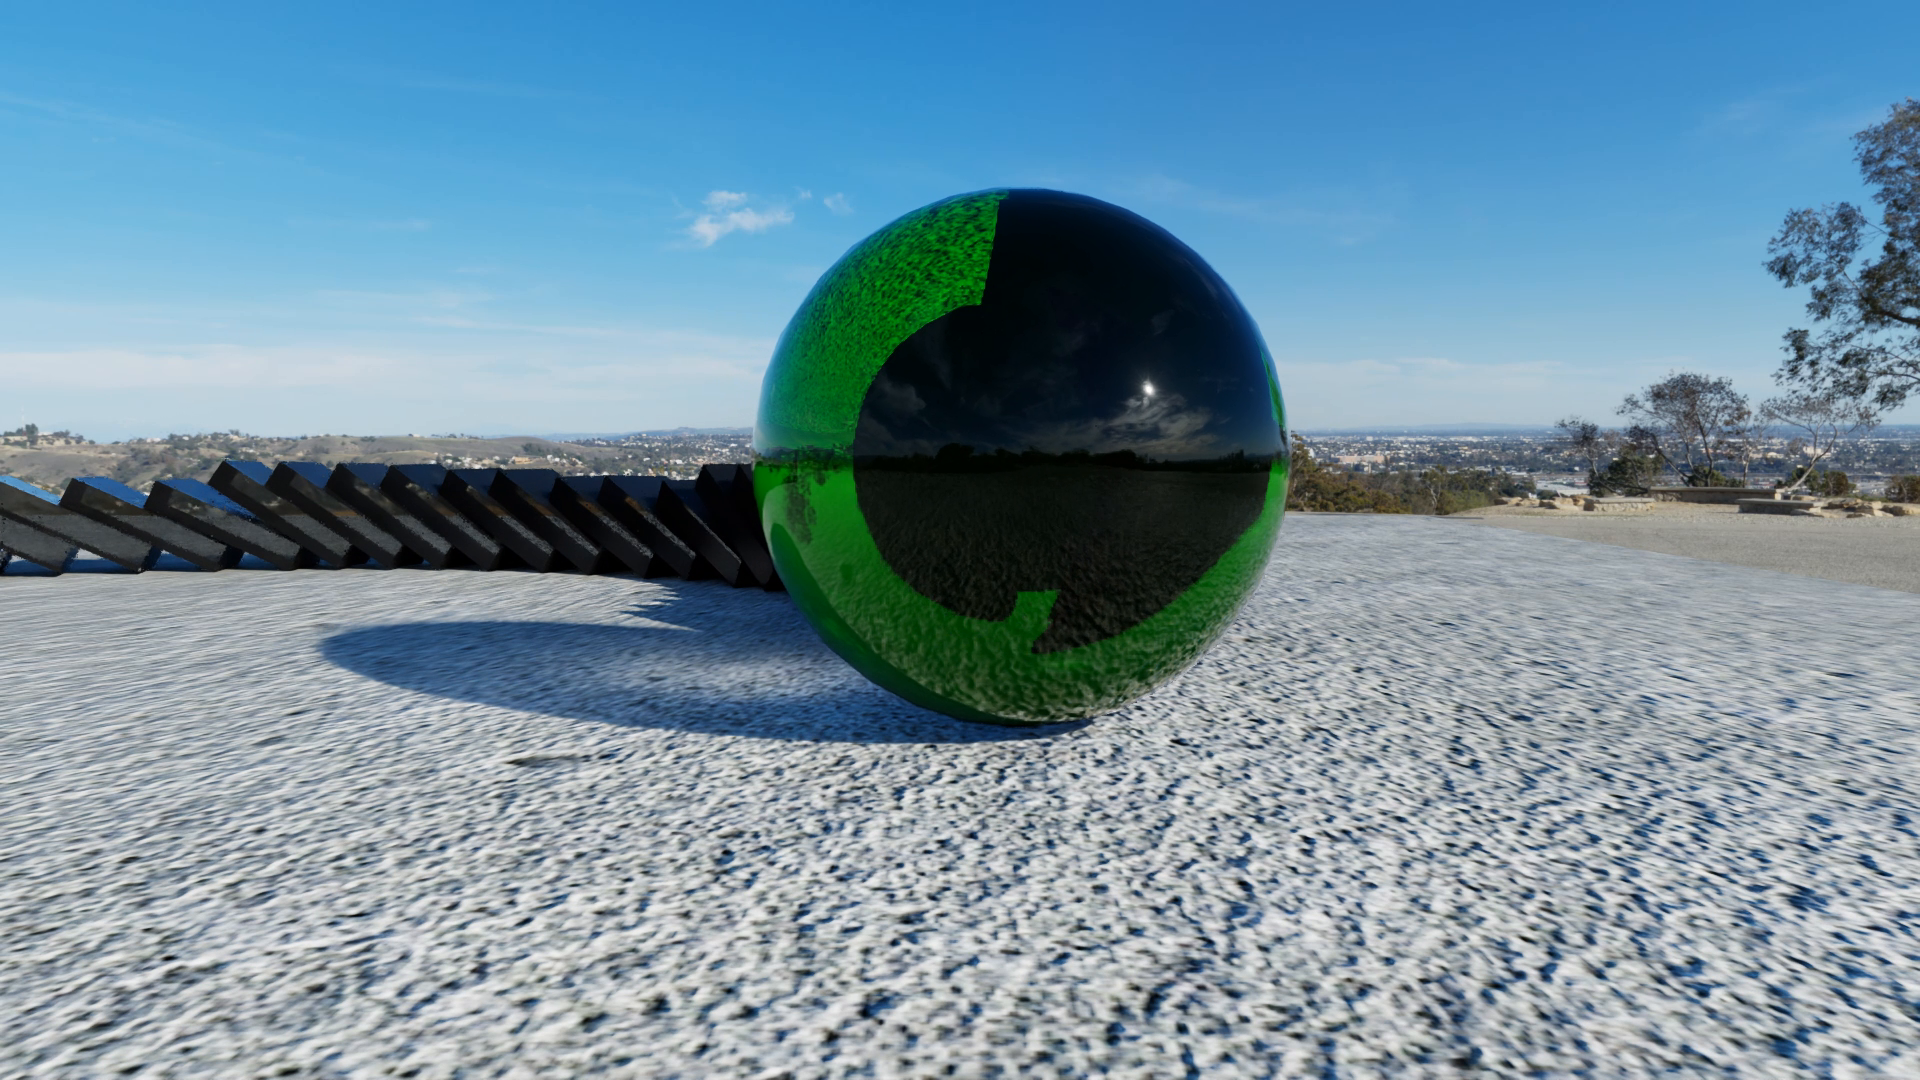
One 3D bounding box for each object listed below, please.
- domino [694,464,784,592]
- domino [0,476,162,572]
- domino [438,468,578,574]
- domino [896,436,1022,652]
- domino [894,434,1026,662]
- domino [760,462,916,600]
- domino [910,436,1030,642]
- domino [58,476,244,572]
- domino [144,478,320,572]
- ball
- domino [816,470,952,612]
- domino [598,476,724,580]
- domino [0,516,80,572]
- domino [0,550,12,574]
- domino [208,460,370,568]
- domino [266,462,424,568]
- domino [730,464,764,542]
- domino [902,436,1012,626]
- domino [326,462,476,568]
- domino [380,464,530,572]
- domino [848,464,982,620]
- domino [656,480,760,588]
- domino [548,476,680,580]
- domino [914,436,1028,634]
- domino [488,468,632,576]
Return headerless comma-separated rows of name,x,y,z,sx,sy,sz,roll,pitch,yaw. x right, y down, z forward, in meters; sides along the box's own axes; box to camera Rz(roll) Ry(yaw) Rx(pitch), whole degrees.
domino,-0.058,-0.005,0.387,0.025,0.009,0.050,-2,39,-40
domino,-0.292,-0.005,0.422,0.050,0.009,0.025,28,-8,-20
domino,-0.150,-0.007,0.439,0.050,0.009,0.025,34,16,17
domino,0.000,0.000,0.273,0.025,0.050,0.009,0,-36,-1
domino,0.000,0.001,0.261,0.025,0.050,0.010,0,-36,-1
domino,-0.035,-0.003,0.362,0.025,0.010,0.050,1,37,-34
domino,0.002,-0.001,0.286,0.025,0.050,0.009,0,-36,0
domino,-0.270,-0.006,0.432,0.050,0.009,0.025,27,-2,-13
domino,-0.246,-0.006,0.439,0.050,0.010,0.025,26,1,-7
ball,0.009,-0.012,0.194,0.080,0.080,0.080,0,4,0
domino,-0.021,-0.001,0.344,0.025,0.010,0.050,-1,37,-19
domino,-0.092,-0.005,0.414,0.050,0.009,0.025,36,22,31
domino,-0.311,-0.006,0.410,0.050,0.009,0.025,30,-11,-26
domino,-0.326,-0.003,0.400,0.050,0.009,0.025,28,-11,-29
domino,-0.228,-0.009,0.442,0.050,0.010,0.025,34,0,-4
domino,-0.210,-0.009,0.444,0.050,0.009,0.025,34,3,1
domino,-0.045,-0.004,0.375,0.025,0.010,0.050,-1,38,-36
domino,-0.001,-0.003,0.310,0.025,0.050,0.009,0,-36,-1
domino,-0.191,-0.009,0.445,0.050,0.009,0.025,35,8,7
domino,-0.172,-0.008,0.443,0.050,0.009,0.025,35,12,11
domino,-0.013,-0.001,0.328,0.025,0.009,0.050,-1,41,-15
domino,-0.071,-0.003,0.401,0.025,0.010,0.050,-4,33,-43
domino,-0.109,-0.005,0.424,0.050,0.009,0.025,34,21,26
domino,0.002,-0.002,0.298,0.025,0.050,0.010,0,-36,-1
domino,-0.132,-0.007,0.433,0.050,0.010,0.025,35,18,20
